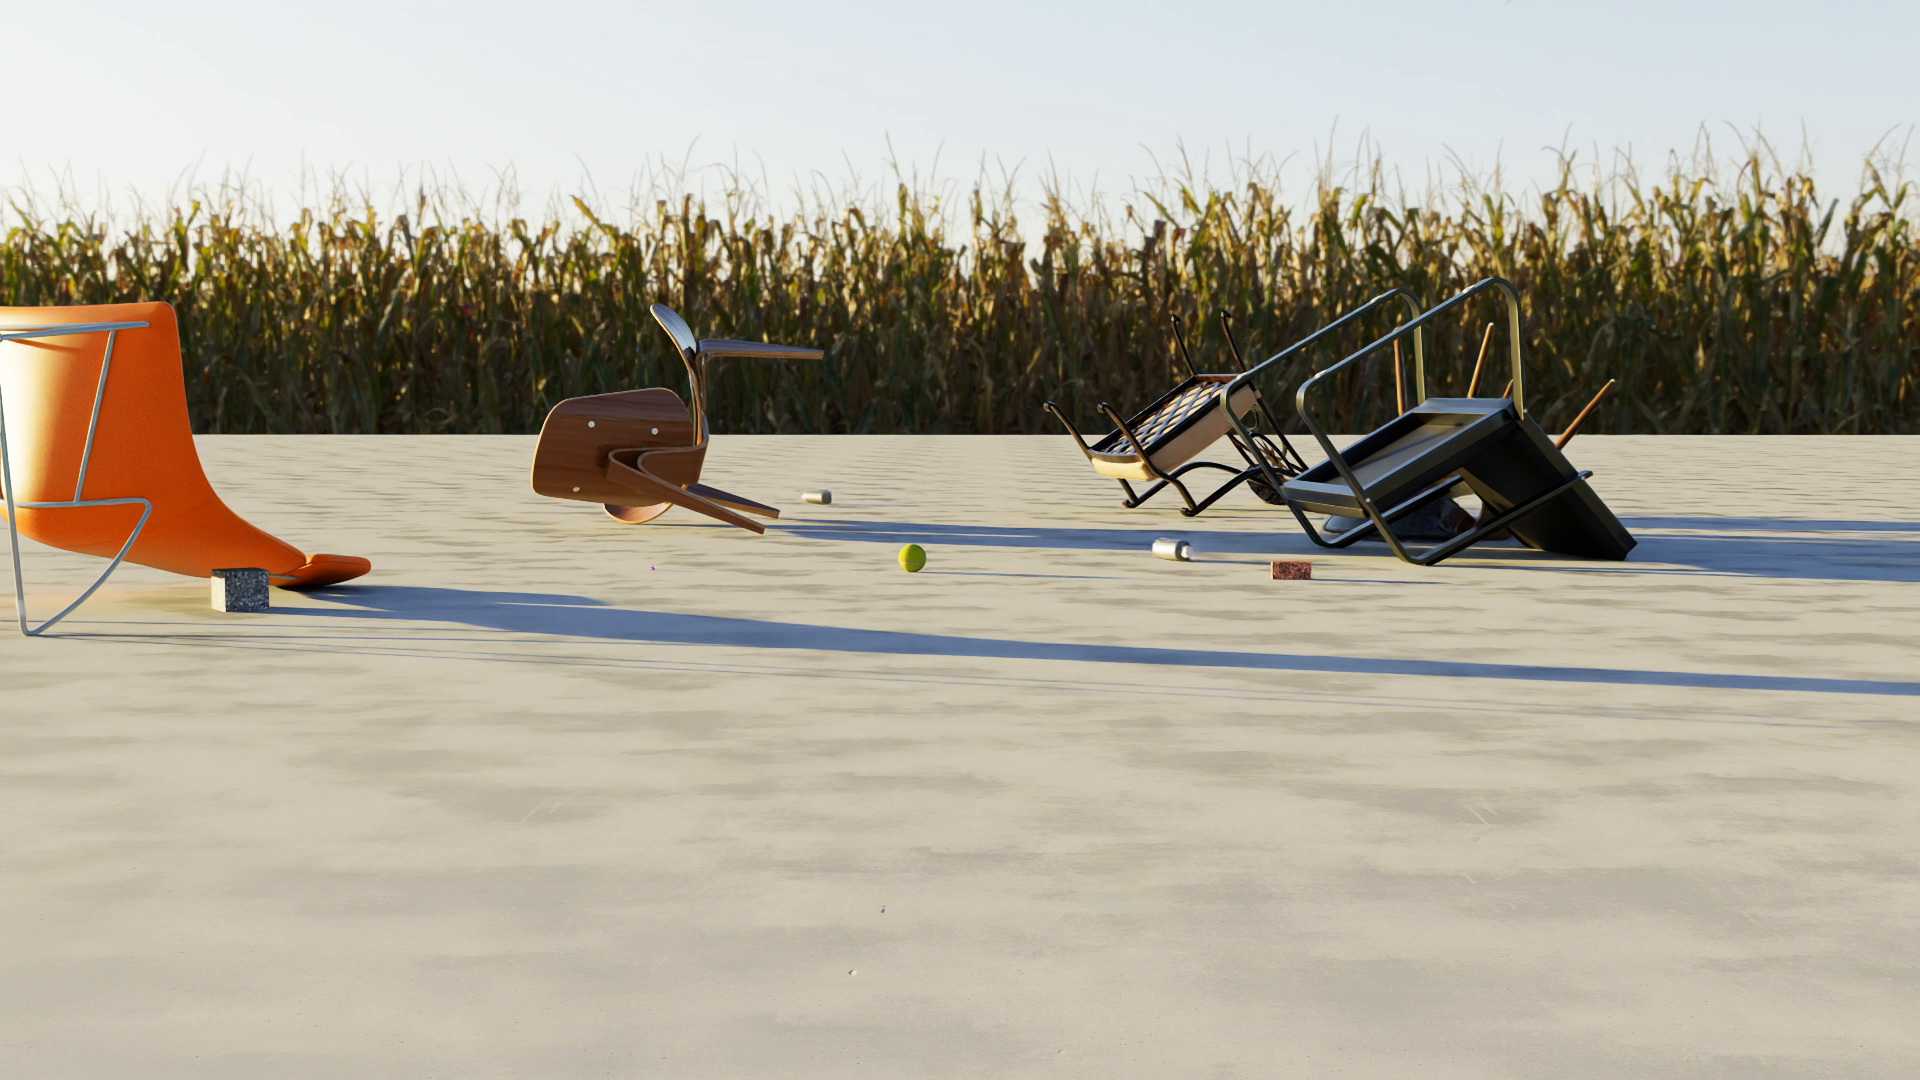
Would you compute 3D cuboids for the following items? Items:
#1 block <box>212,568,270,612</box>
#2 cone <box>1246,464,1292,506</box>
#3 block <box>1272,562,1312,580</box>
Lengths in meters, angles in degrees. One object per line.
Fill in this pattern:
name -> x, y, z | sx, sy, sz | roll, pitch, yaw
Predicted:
block -> -1.470, 0.101, 4.492 | 0.088, 0.080, 0.098 | -3, 5, -34
cone -> 1.199, -0.181, 8.603 | 0.215, 0.133, 0.171 | 43, -16, 18
block -> 0.784, 0.072, 5.204 | 0.091, 0.041, 0.034 | 0, 4, 4
